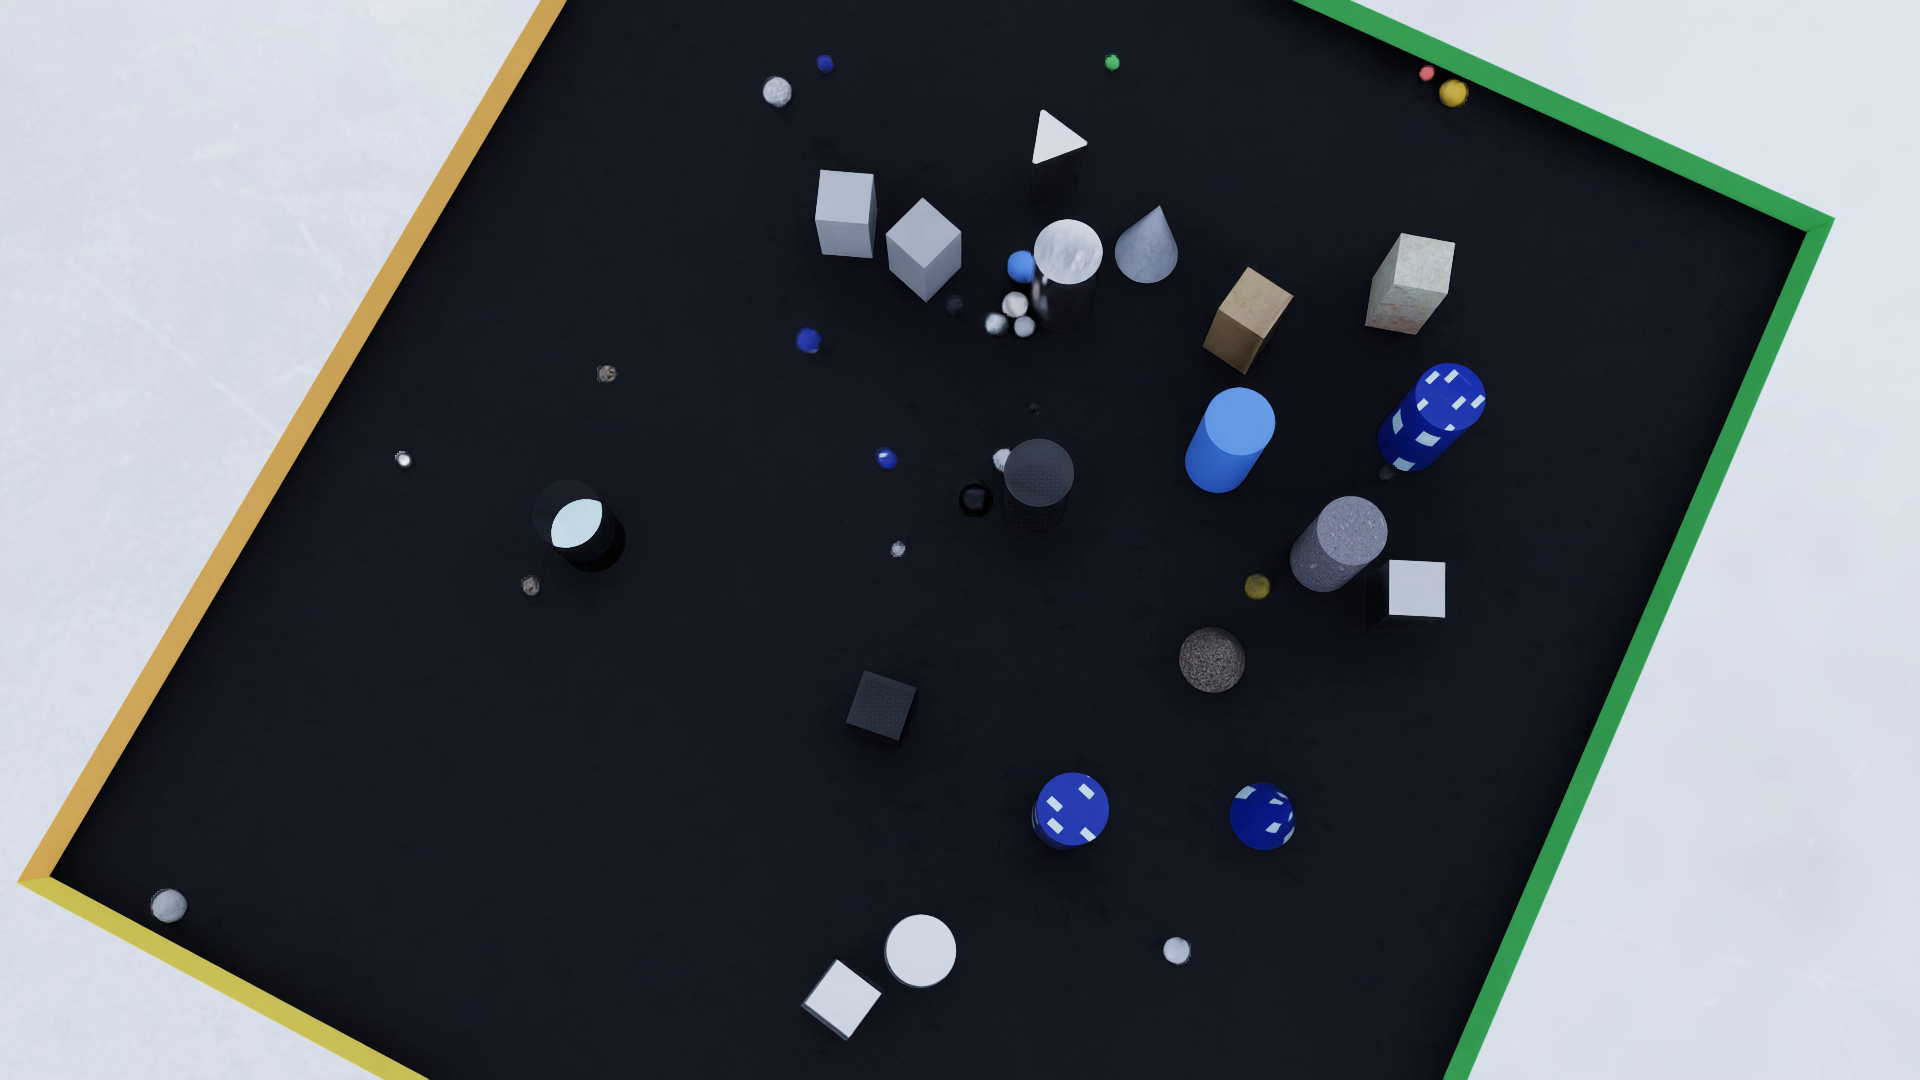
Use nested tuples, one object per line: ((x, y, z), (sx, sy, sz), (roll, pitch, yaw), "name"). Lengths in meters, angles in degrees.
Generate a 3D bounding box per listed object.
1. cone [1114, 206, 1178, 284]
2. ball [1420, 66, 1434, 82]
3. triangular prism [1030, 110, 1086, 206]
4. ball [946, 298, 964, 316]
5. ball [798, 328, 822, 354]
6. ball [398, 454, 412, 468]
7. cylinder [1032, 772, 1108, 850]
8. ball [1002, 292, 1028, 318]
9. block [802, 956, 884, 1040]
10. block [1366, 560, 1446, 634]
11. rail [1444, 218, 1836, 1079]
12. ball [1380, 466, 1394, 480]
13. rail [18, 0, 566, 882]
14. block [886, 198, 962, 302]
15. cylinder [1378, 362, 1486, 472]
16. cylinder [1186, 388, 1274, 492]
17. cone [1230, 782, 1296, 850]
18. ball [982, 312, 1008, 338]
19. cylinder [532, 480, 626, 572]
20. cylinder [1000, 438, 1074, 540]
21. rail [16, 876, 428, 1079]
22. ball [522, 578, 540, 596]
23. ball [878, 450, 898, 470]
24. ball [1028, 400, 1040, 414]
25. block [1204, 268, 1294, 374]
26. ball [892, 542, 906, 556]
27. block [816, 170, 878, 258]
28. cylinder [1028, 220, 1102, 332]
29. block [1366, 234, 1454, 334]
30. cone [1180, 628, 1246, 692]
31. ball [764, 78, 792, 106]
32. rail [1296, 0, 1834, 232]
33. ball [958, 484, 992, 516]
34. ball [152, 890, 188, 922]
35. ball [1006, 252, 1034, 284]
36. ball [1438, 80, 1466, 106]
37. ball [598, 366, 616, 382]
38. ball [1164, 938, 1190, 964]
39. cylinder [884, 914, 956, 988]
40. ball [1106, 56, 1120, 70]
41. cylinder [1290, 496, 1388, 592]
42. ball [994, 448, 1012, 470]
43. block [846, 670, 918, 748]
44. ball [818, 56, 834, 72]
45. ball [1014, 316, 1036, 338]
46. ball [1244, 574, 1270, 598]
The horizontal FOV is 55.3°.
((0.590, -0.949, 5.610), (0.200, 0.399, 0.200), (0, 78, 0), "cone")
((1.505, -1.502, 5.904), (0.047, 0.047, 0.047), (0, 78, 0), "ball")
((0.275, -1.198, 5.693), (0.173, 0.336, 0.150), (-21, 79, -4), "triangular prism")
((-0.016, -0.728, 5.738), (0.058, 0.058, 0.058), (0, 78, 0), "ball")
((-0.468, -0.619, 5.705), (0.077, 0.077, 0.077), (0, 78, 0), "ball")
((-1.709, -0.244, 5.644), (0.046, 0.046, 0.046), (0, 78, 0), "ball")
((0.312, 0.782, 5.256), (0.200, 0.388, 0.200), (0, 78, 0), "cylinder")
((0.172, -0.735, 5.727), (0.083, 0.083, 0.083), (0, 78, 0), "ball")
((-0.331, 1.303, 5.215), (0.160, 0.259, 0.160), (36, 81, 7), "block")
((1.316, 0.171, 5.424), (0.160, 0.309, 0.160), (3, 78, 1), "block")
((1.749, 0.863, 5.371), (0.045, 0.130, 4.249), (26, 80, 5), "rail")
((1.314, -0.207, 5.636), (0.046, 0.046, 0.046), (0, 78, 0), "ball")
((-1.749, -0.849, 5.725), (0.045, 0.130, 4.249), (26, 80, 5), "rail")
((-0.109, -0.889, 5.644), (0.160, 0.308, 0.160), (43, 81, 8), "block")
((1.394, -0.358, 5.444), (0.200, 0.484, 0.200), (0, 78, 0), "cylinder")
((0.796, -0.290, 5.438), (0.200, 0.468, 0.200), (0, 78, 0), "cylinder")
((0.901, 0.773, 5.213), (0.200, 0.477, 0.200), (0, 78, 0), "cone")
((0.111, -0.669, 5.714), (0.081, 0.081, 0.081), (0, 78, 0), "ball")
((-1.124, -0.038, 5.430), (0.200, 0.380, 0.200), (0, 78, 0), "cylinder")
((0.224, -0.145, 5.416), (0.200, 0.452, 0.200), (0, 78, 0), "cylinder")
((-0.939, 1.847, 5.167), (3.958, 0.130, 0.045), (26, 80, 5), "rail")
((-1.301, 0.141, 5.561), (0.052, 0.052, 0.052), (0, 78, 0), "ball")
((-0.223, -0.248, 5.636), (0.062, 0.062, 0.062), (0, 78, 0), "ball")
((0.229, -0.412, 5.681), (0.040, 0.040, 0.040), (0, 78, 0), "ball")
((0.871, -0.662, 5.569), (0.160, 0.362, 0.160), (35, 80, 7), "block")
((-0.188, 0.026, 5.590), (0.041, 0.041, 0.041), (0, 78, 0), "ball")
((-0.350, -1.006, 5.676), (0.160, 0.292, 0.160), (5, 78, 1), "block")
((0.316, -0.795, 5.555), (0.200, 0.442, 0.200), (0, 78, 0), "cylinder")
((1.366, -0.775, 5.579), (0.160, 0.387, 0.160), (11, 79, 2), "block")
((0.763, 0.323, 5.356), (0.200, 0.380, 0.200), (0, 78, 0), "cone")
((-0.584, -1.434, 5.868), (0.090, 0.090, 0.090), (0, 78, 0), "ball")
((0.939, -1.833, 5.929), (3.958, 0.130, 0.045), (26, 80, 5), "rail")
((0.046, -0.122, 5.591), (0.099, 0.099, 0.099), (0, 78, 0), "ball")
((-2.306, 1.069, 5.348), (0.093, 0.093, 0.093), (0, 78, 0), "ball")
((0.197, -0.854, 5.743), (0.100, 0.100, 0.100), (0, 78, 0), "ball")
((1.578, -1.432, 5.869), (0.087, 0.087, 0.087), (0, 78, 0), "ball")
((-1.095, -0.517, 5.696), (0.054, 0.054, 0.054), (0, 78, 0), "ball")
((0.629, 1.194, 5.331), (0.076, 0.076, 0.076), (0, 78, 0), "ball")
((-0.111, 1.169, 5.219), (0.200, 0.305, 0.200), (0, 78, 0), "cylinder")
((0.493, -1.538, 5.912), (0.045, 0.045, 0.045), (0, 78, 0), "ball")
((1.108, 0.017, 5.391), (0.200, 0.434, 0.200), (0, 78, 0), "cylinder")
((0.137, -0.247, 5.633), (0.068, 0.068, 0.068), (0, 78, 0), "ball")
((-0.226, 0.500, 5.389), (0.160, 0.243, 0.160), (18, 79, 4), "block")
((-0.433, -1.533, 5.908), (0.050, 0.050, 0.050), (0, 78, 0), "ball")
((0.203, -0.666, 5.720), (0.067, 0.067, 0.067), (0, 78, 0), "ball")
((0.901, 0.139, 5.549), (0.077, 0.077, 0.077), (0, 78, 0), "ball")
